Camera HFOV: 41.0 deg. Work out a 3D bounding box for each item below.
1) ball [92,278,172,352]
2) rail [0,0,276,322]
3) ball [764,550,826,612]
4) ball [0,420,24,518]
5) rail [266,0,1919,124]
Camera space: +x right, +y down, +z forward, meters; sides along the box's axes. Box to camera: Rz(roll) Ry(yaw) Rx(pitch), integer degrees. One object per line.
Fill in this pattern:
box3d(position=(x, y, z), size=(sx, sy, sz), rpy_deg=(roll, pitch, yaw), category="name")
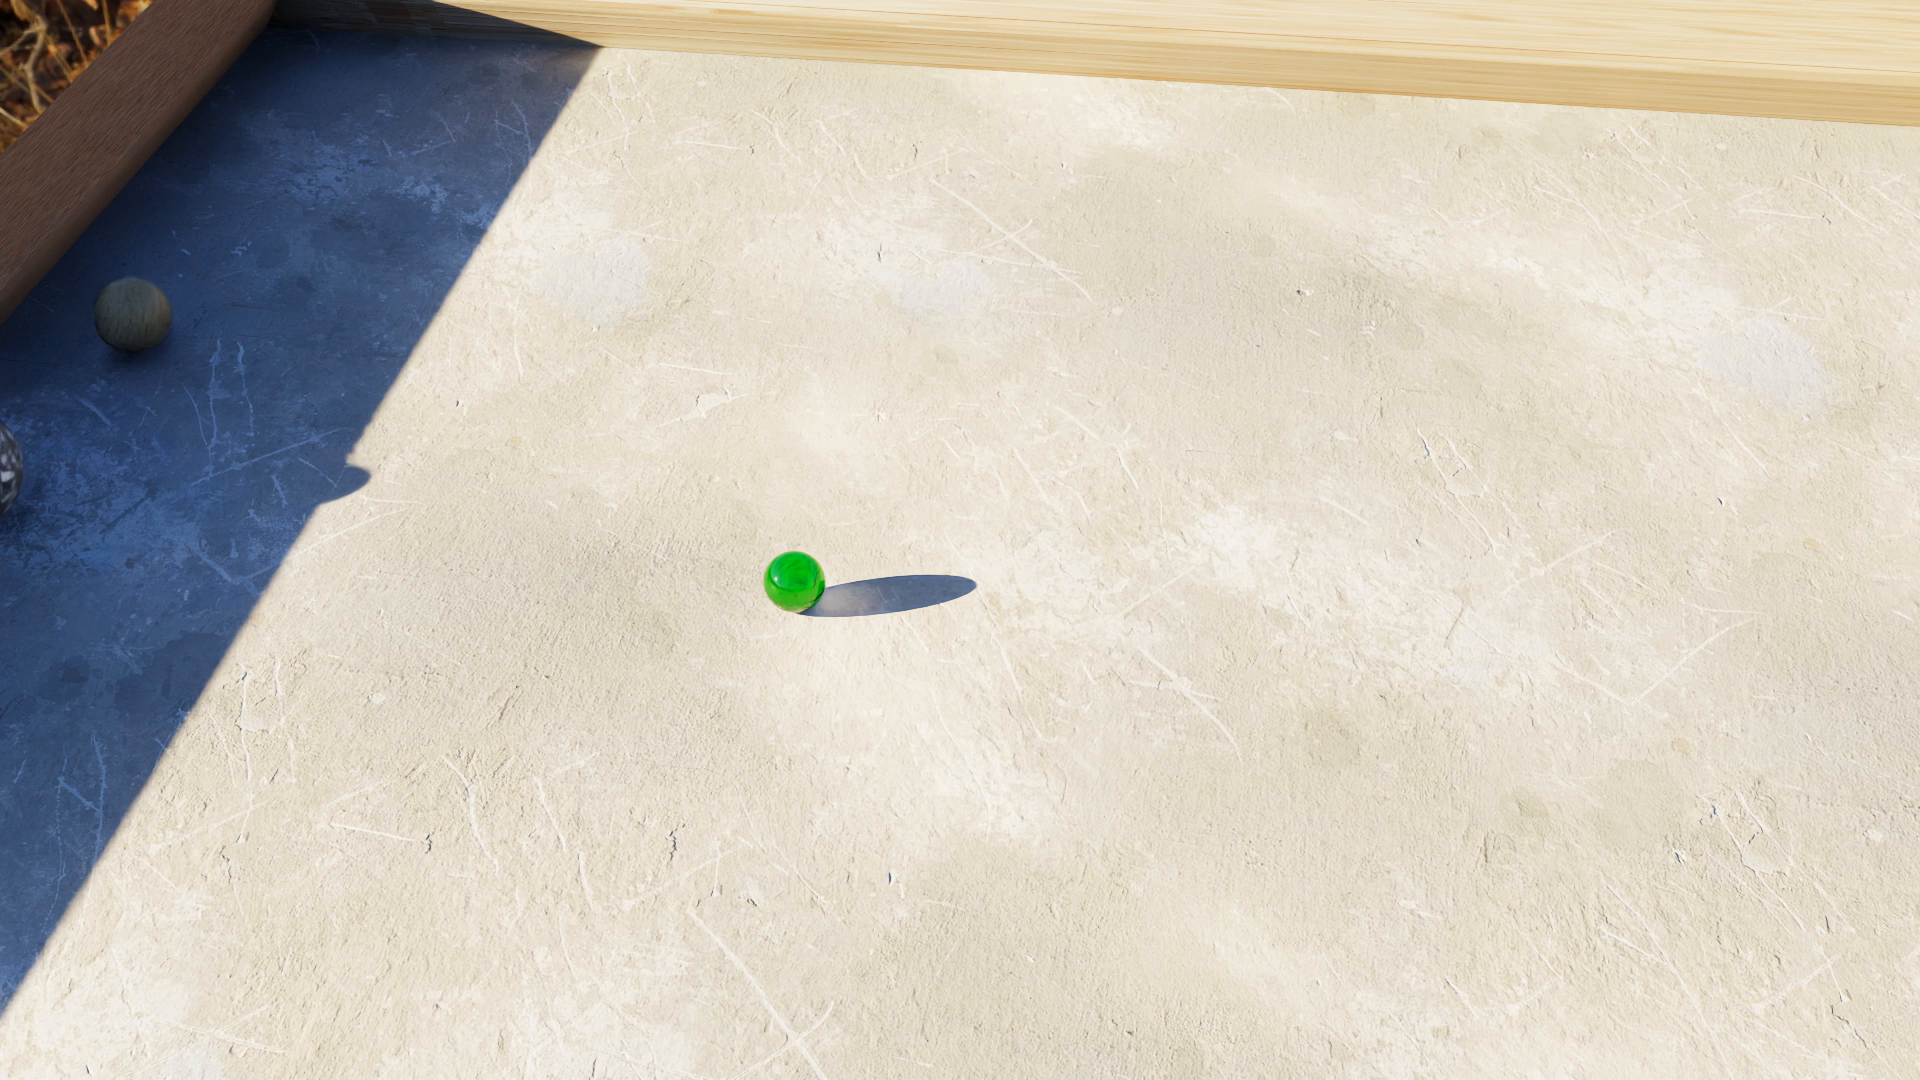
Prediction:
box3d(position=(-0.689, -0.187, 2.135), size=(0.063, 0.063, 0.063), rpy_deg=(0, 35, 0), category="ball")
box3d(position=(-0.829, -0.099, 1.951), size=(0.045, 0.128, 1.735), rpy_deg=(5, 35, 7), category="rail")
box3d(position=(-0.119, 0.030, 1.841), size=(0.045, 0.045, 0.045), rpy_deg=(0, 35, 0), category="ball")
box3d(position=(-0.750, -0.053, 1.913), size=(0.098, 0.098, 0.098), rpy_deg=(0, 35, 0), category="ball")
box3d(position=(0.972, -0.441, 2.439), size=(3.445, 0.128, 0.045), rpy_deg=(5, 35, 7), category="rail")
